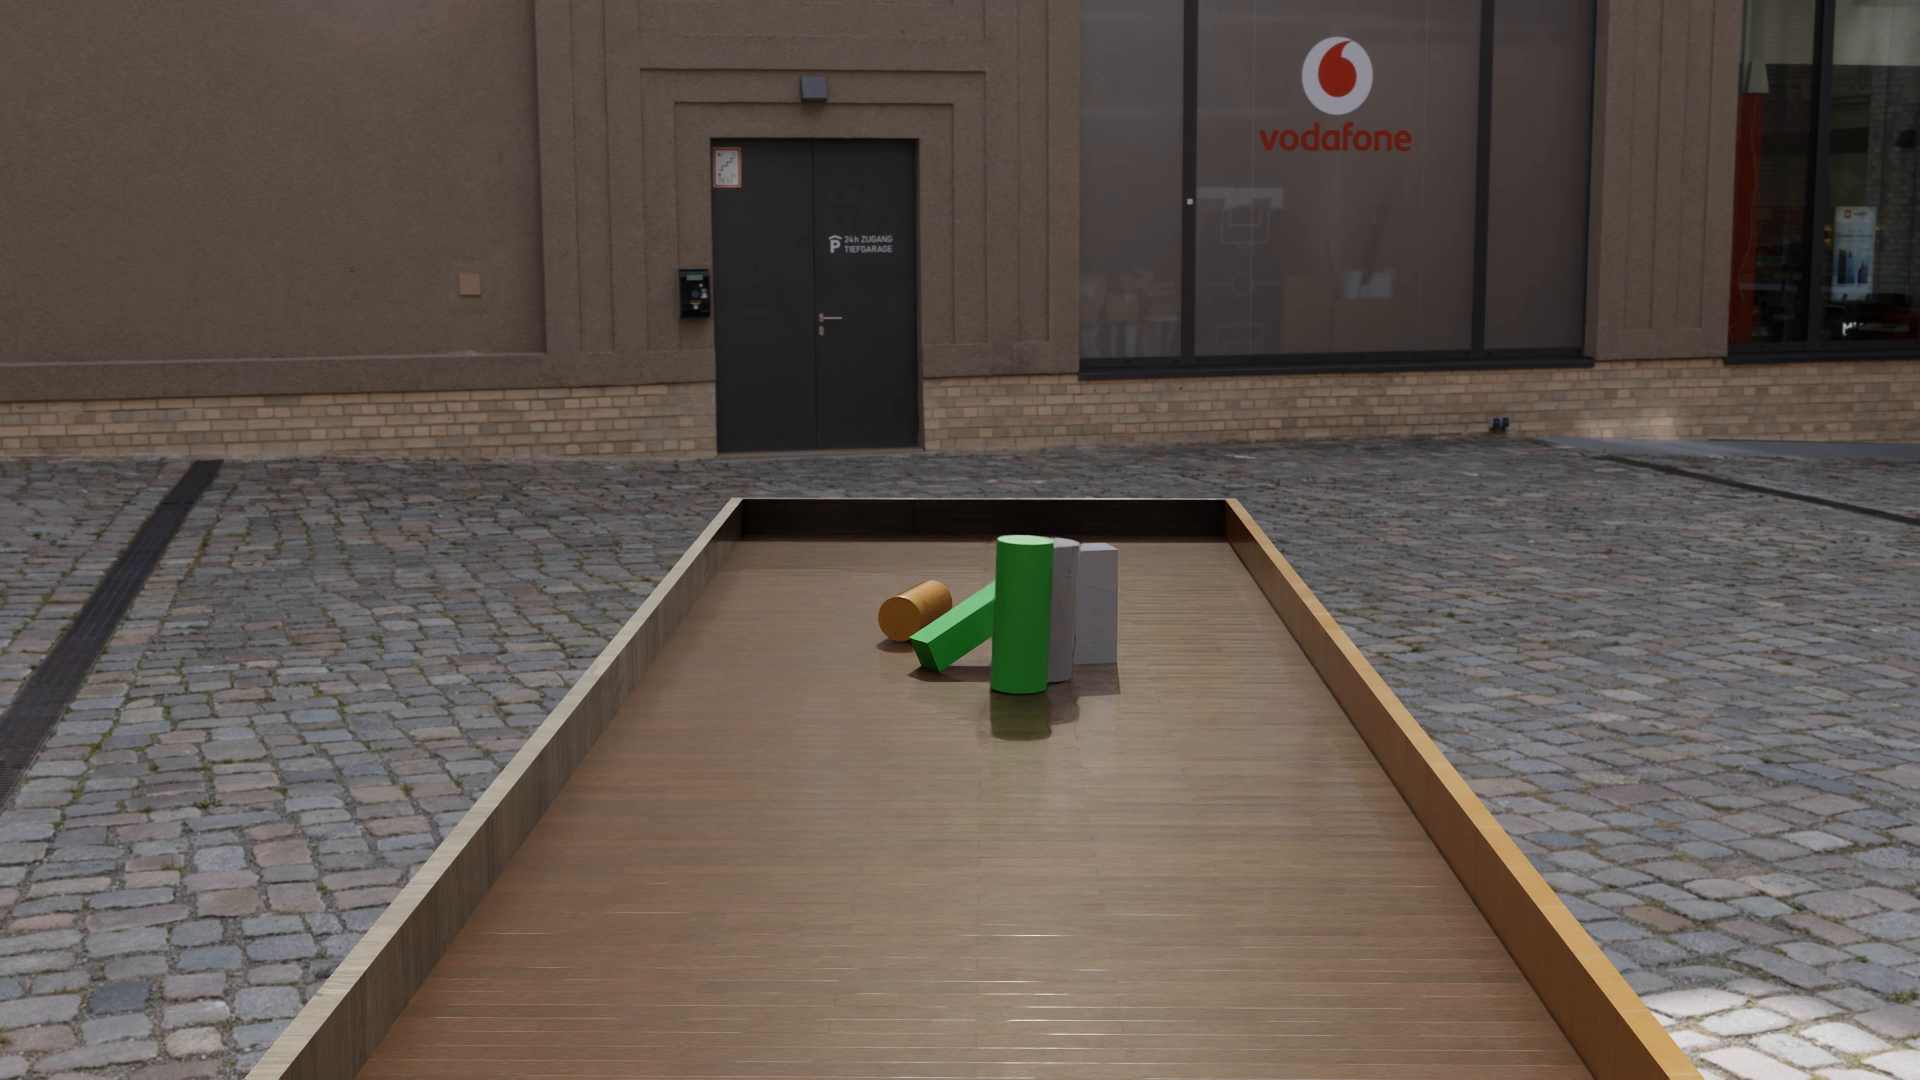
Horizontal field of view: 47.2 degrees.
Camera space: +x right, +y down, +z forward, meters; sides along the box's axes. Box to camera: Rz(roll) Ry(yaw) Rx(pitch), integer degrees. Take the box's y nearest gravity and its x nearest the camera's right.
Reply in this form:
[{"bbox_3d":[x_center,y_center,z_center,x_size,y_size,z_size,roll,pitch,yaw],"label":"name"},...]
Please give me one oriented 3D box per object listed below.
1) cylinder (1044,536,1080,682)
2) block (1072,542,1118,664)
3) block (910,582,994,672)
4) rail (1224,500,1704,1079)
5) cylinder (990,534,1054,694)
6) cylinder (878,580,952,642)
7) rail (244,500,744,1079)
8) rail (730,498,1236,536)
[{"bbox_3d":[0.255,0.202,6.425,0.166,0.401,0.166,3,10,-1],"label":"cylinder"},{"bbox_3d":[0.397,0.192,6.688,0.132,0.347,0.132,-2,9,-13],"label":"block"},{"bbox_3d":[0.036,0.250,6.639,0.374,0.101,0.101,-33,24,-25],"label":"block"},{"bbox_3d":[1.046,0.843,3.208,0.050,0.150,12.000,0,9,1],"label":"rail"},{"bbox_3d":[0.176,0.211,6.280,0.162,0.430,0.162,2,10,0],"label":"cylinder"},{"bbox_3d":[-0.143,0.227,7.114,0.144,0.144,0.314,3,9,18],"label":"cylinder"},{"bbox_3d":[-1.004,0.839,3.234,0.050,0.150,12.000,0,9,1],"label":"rail"},{"bbox_3d":[0.099,-0.098,9.147,2.100,0.150,0.050,0,9,1],"label":"rail"}]
